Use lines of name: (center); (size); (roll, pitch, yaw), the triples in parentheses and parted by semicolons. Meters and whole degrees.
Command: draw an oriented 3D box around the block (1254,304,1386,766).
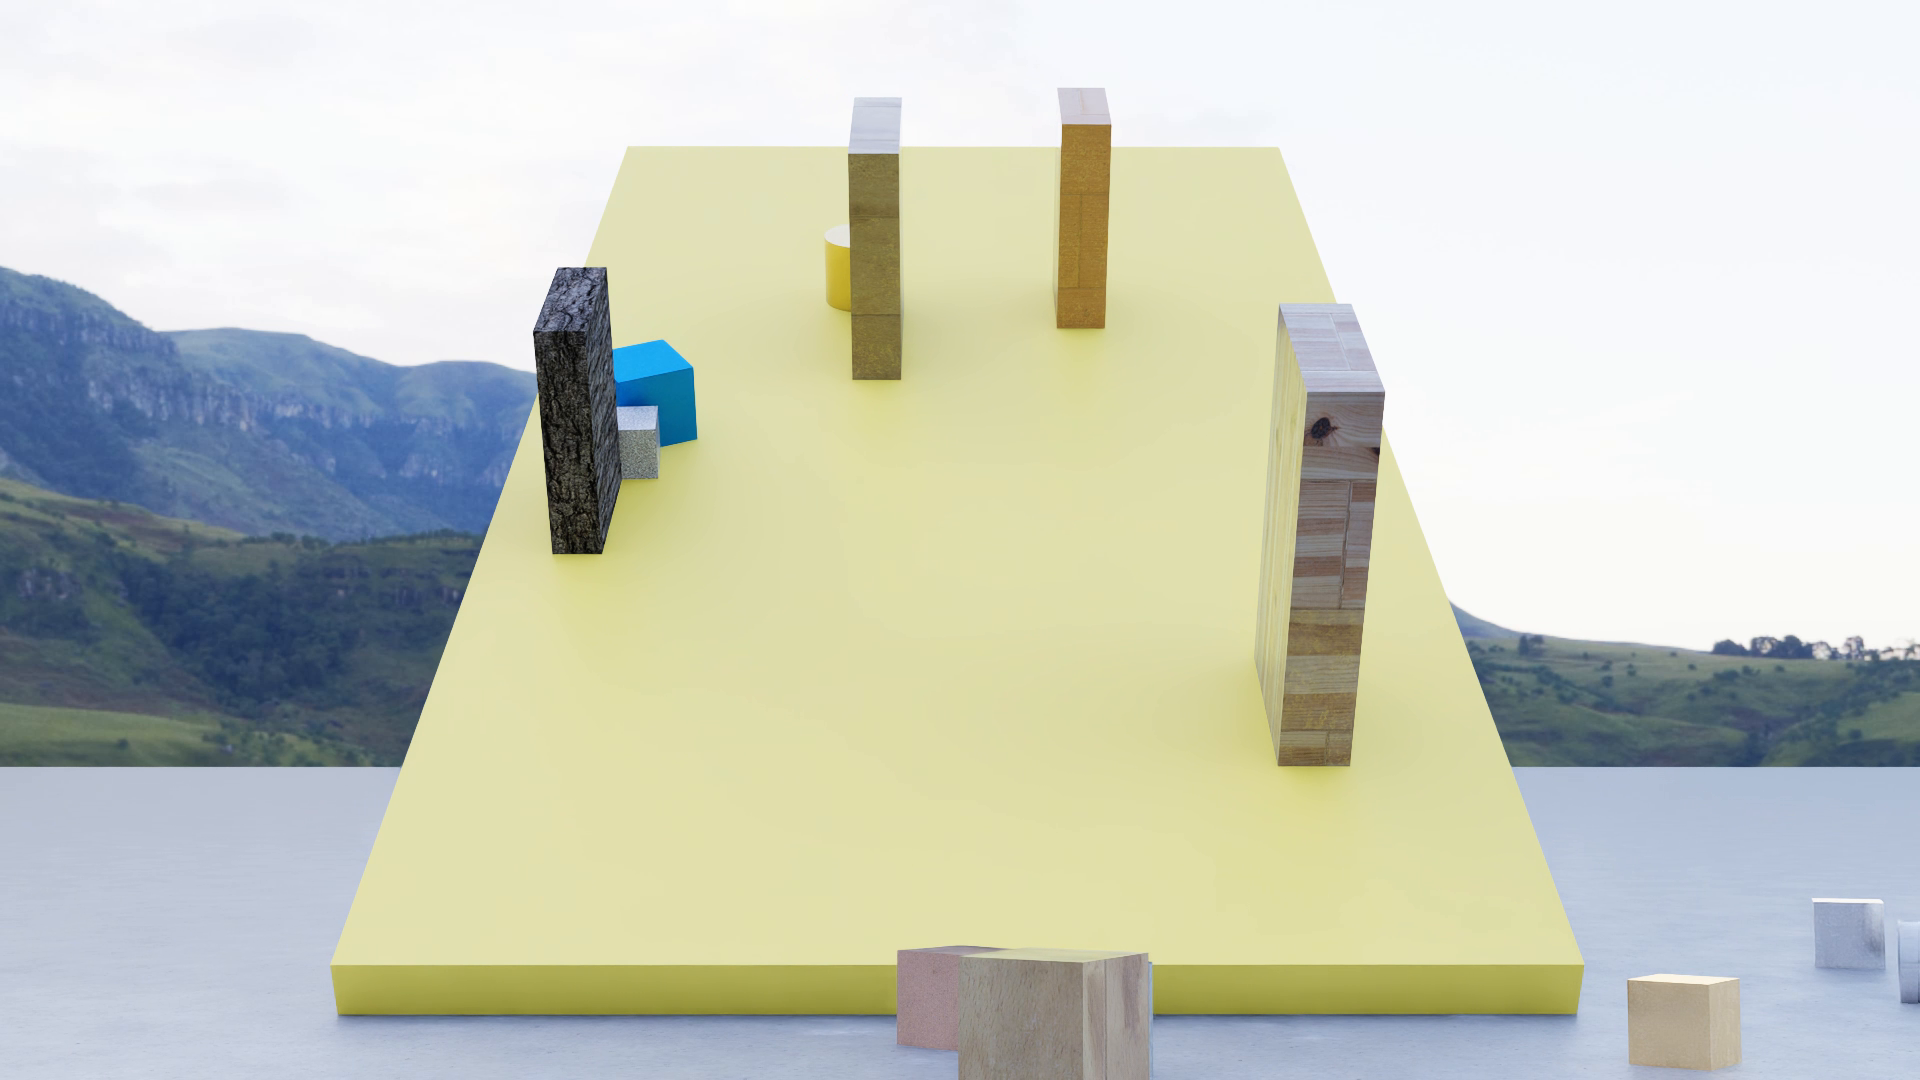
block: (0.639, -0.009, 4.306); (0.130, 0.743, 0.382); (0, 28, 0)

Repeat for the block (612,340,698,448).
block: (-0.728, -0.330, 5.494); (0.181, 0.181, 0.181); (-14, 31, -25)

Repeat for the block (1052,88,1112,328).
block: (0.308, -0.846, 6.085); (0.123, 0.540, 0.296); (0, 28, 0)

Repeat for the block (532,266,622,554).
block: (-0.804, -0.276, 5.046); (0.104, 0.507, 0.347); (0, 28, 0)

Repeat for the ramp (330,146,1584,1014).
ramp: (-0.011, -0.222, 5.594); (2.000, 0.100, 4.000); (0, 28, 0)

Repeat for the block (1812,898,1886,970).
block: (1.772, 0.784, 4.763); (0.129, 0.129, 0.129); (-2, -6, 18)

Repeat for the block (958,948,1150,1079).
block: (0.116, 0.593, 2.917); (0.171, 0.171, 0.171); (-3, -6, 31)

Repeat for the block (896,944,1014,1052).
block: (0.004, 0.661, 3.454); (0.134, 0.134, 0.134); (-5, -7, 43)

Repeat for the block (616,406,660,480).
block: (-0.737, -0.218, 5.347); (0.122, 0.122, 0.122); (-2, 28, -3)

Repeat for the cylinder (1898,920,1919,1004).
cylinder: (1.655, 0.712, 4.019); (0.138, 0.138, 0.138); (-2, -6, 20)

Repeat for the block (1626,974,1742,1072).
block: (0.981, 0.651, 3.233); (0.113, 0.113, 0.113); (-4, -7, 38)

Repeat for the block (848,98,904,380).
block: (-0.202, -0.742, 5.850); (0.118, 0.574, 0.424); (0, 28, 0)

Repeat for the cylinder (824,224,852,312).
cylinder: (-0.262, -0.709, 6.208); (0.178, 0.178, 0.178); (0, 28, 0)

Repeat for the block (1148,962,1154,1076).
block: (0.146, 0.622, 3.105); (0.147, 0.147, 0.147); (5, -7, -42)
